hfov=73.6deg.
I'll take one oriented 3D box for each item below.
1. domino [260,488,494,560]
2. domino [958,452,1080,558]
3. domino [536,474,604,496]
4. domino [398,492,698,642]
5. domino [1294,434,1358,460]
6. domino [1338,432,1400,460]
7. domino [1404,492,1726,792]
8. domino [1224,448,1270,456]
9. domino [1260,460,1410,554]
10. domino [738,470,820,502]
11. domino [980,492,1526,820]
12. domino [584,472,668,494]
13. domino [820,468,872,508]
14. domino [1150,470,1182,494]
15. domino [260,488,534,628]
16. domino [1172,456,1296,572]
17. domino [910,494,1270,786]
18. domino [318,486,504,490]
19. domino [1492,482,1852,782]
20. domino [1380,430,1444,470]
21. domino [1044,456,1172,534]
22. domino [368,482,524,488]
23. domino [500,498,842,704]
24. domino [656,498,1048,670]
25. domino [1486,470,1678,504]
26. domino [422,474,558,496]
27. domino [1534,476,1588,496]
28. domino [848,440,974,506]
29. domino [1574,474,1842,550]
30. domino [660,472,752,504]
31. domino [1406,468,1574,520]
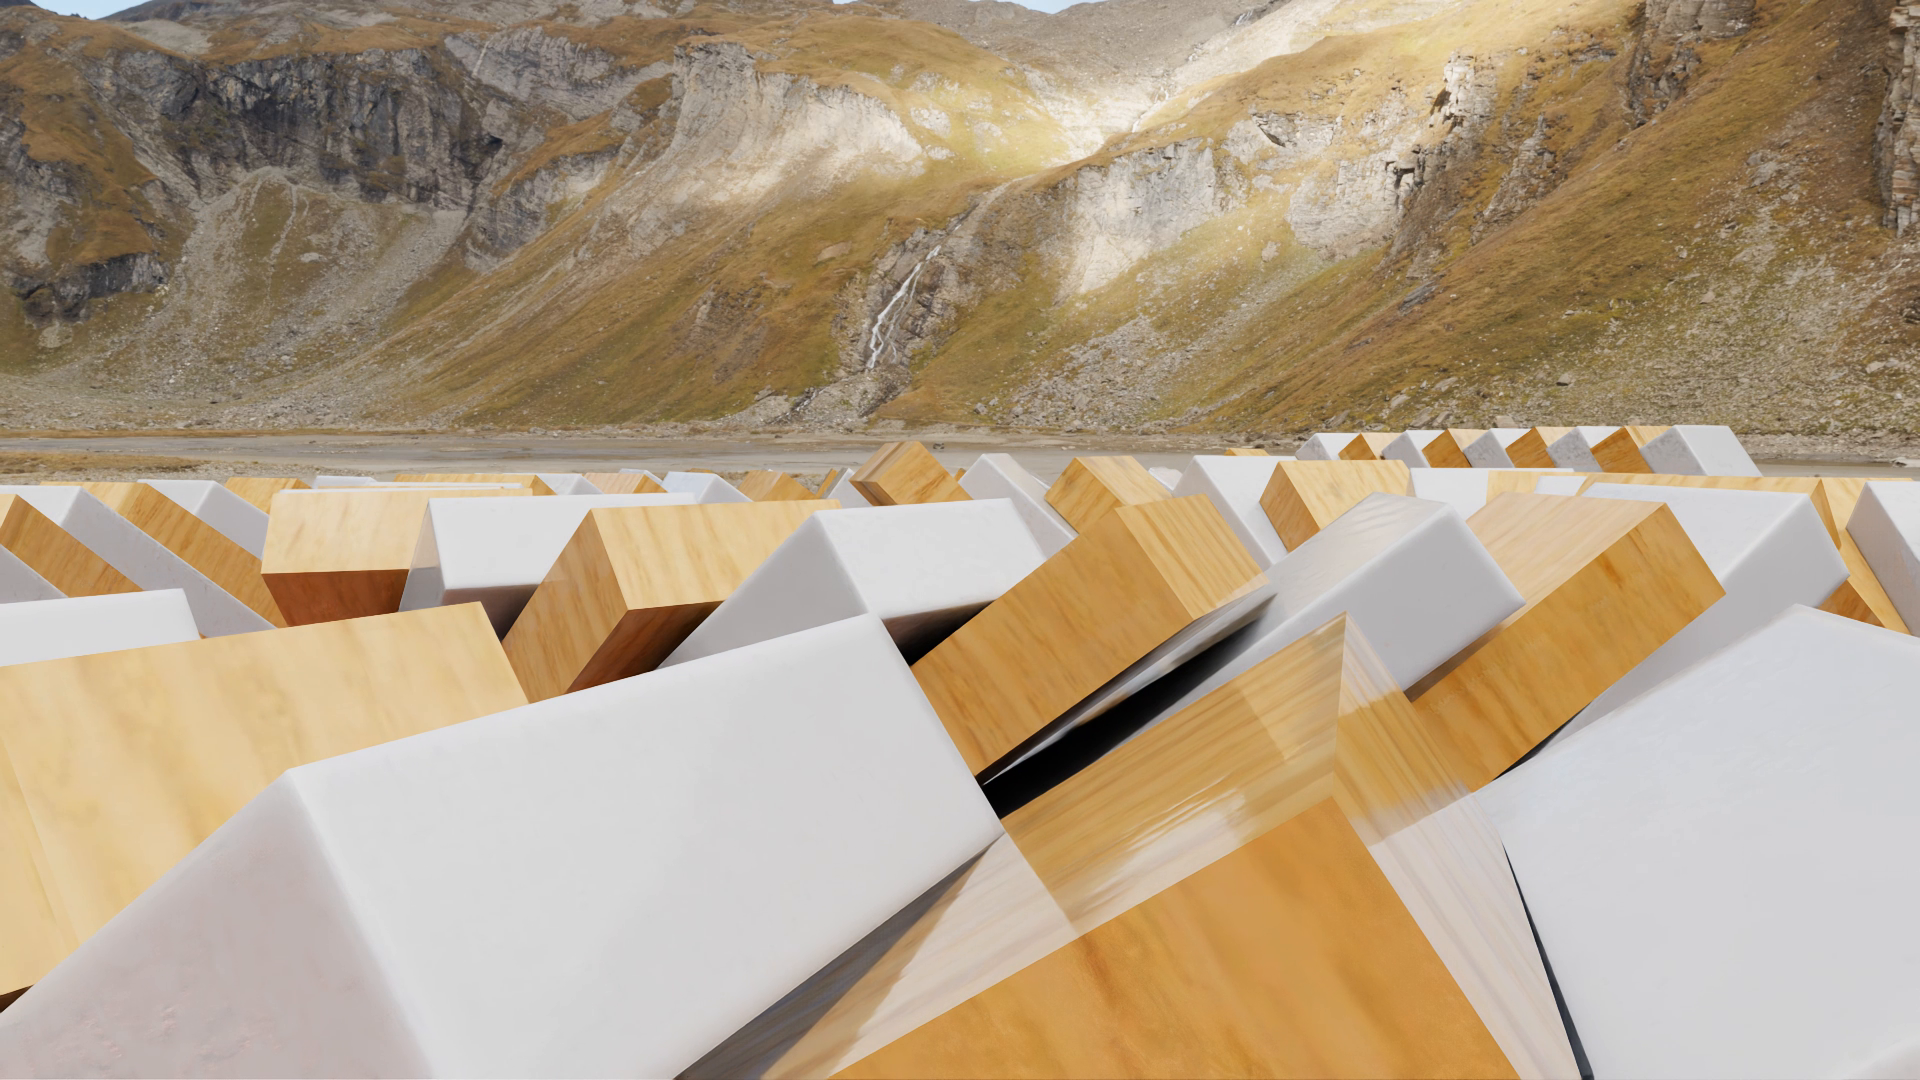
[{"bbox_3d":[-0.067,0.011,0.168,0.025,0.009,0.050,-1,-32,-4],"label":"domino"},{"bbox_3d":[0.021,0.005,0.231,0.050,0.009,0.025,44,11,6],"label":"domino"},{"bbox_3d":[-0.063,0.006,0.241,0.025,0.009,0.050,3,-31,41],"label":"domino"},{"bbox_3d":[-0.046,0.013,0.136,0.025,0.009,0.050,-3,-32,-34],"label":"domino"},{"bbox_3d":[0.116,-0.007,0.356,0.025,0.050,0.010,-3,-32,-36],"label":"domino"},{"bbox_3d":[0.126,-0.006,0.348,0.025,0.050,0.010,-3,-32,-36],"label":"domino"},{"bbox_3d":[0.039,0.015,0.117,0.050,0.009,0.025,-38,7,-3],"label":"domino"},{"bbox_3d":[0.095,-0.005,0.362,0.050,0.009,0.025,50,28,23],"label":"domino"},{"bbox_3d":[0.072,0.007,0.210,0.025,0.009,0.050,-2,45,-18],"label":"domino"},{"bbox_3d":[-0.025,0.003,0.281,0.050,0.010,0.025,37,-11,-22],"label":"domino"},{"bbox_3d":[0.021,0.015,0.112,0.050,0.009,0.025,-37,0,7],"label":"domino"},{"bbox_3d":[-0.052,0.005,0.257,0.025,0.009,0.050,5,-29,50],"label":"domino"},{"bbox_3d":[-0.009,0.002,0.292,0.050,0.009,0.025,36,-2,-9],"label":"domino"},{"bbox_3d":[0.064,0.002,0.293,0.050,0.009,0.025,38,17,16],"label":"domino"},{"bbox_3d":[-0.061,0.012,0.151,0.025,0.009,0.050,-2,-32,-13],"label":"domino"},{"bbox_3d":[0.061,0.006,0.225,0.025,0.009,0.050,-2,46,-31],"label":"domino"},{"bbox_3d":[0.001,0.015,0.110,0.050,0.010,0.025,-39,-12,23],"label":"domino"},{"bbox_3d":[-0.070,0.010,0.186,0.025,0.009,0.050,0,-32,4],"label":"domino"},{"bbox_3d":[0.056,0.014,0.124,0.050,0.010,0.025,-39,14,-10],"label":"domino"},{"bbox_3d":[0.134,-0.006,0.339,0.025,0.050,0.009,-3,-31,-36],"label":"domino"},{"bbox_3d":[0.040,0.005,0.231,0.050,0.009,0.025,47,25,20],"label":"domino"},{"bbox_3d":[-0.071,0.009,0.204,0.025,0.009,0.050,1,-31,13],"label":"domino"},{"bbox_3d":[-0.032,0.015,0.125,0.025,0.010,0.050,-4,-31,-44],"label":"domino"},{"bbox_3d":[-0.017,0.015,0.115,0.050,0.009,0.025,-41,-20,32],"label":"domino"},{"bbox_3d":[0.084,0.010,0.174,0.025,0.010,0.050,3,43,24],"label":"domino"},{"bbox_3d":[-0.070,0.007,0.224,0.025,0.010,0.050,2,-32,28],"label":"domino"},{"bbox_3d":[0.078,0.012,0.155,0.025,0.009,0.050,3,43,38],"label":"domino"},{"bbox_3d":[0.003,0.004,0.222,0.009,0.050,0.025,-46,13,-9],"label":"domino"},{"bbox_3d":[0.070,0.013,0.137,0.050,0.009,0.025,-46,27,-23],"label":"domino"},{"bbox_3d":[-0.039,0.004,0.269,0.050,0.009,0.025,39,-17,-29],"label":"domino"},{"bbox_3d":[0.083,0.009,0.192,0.025,0.009,0.050,1,43,9],"label":"domino"}]
